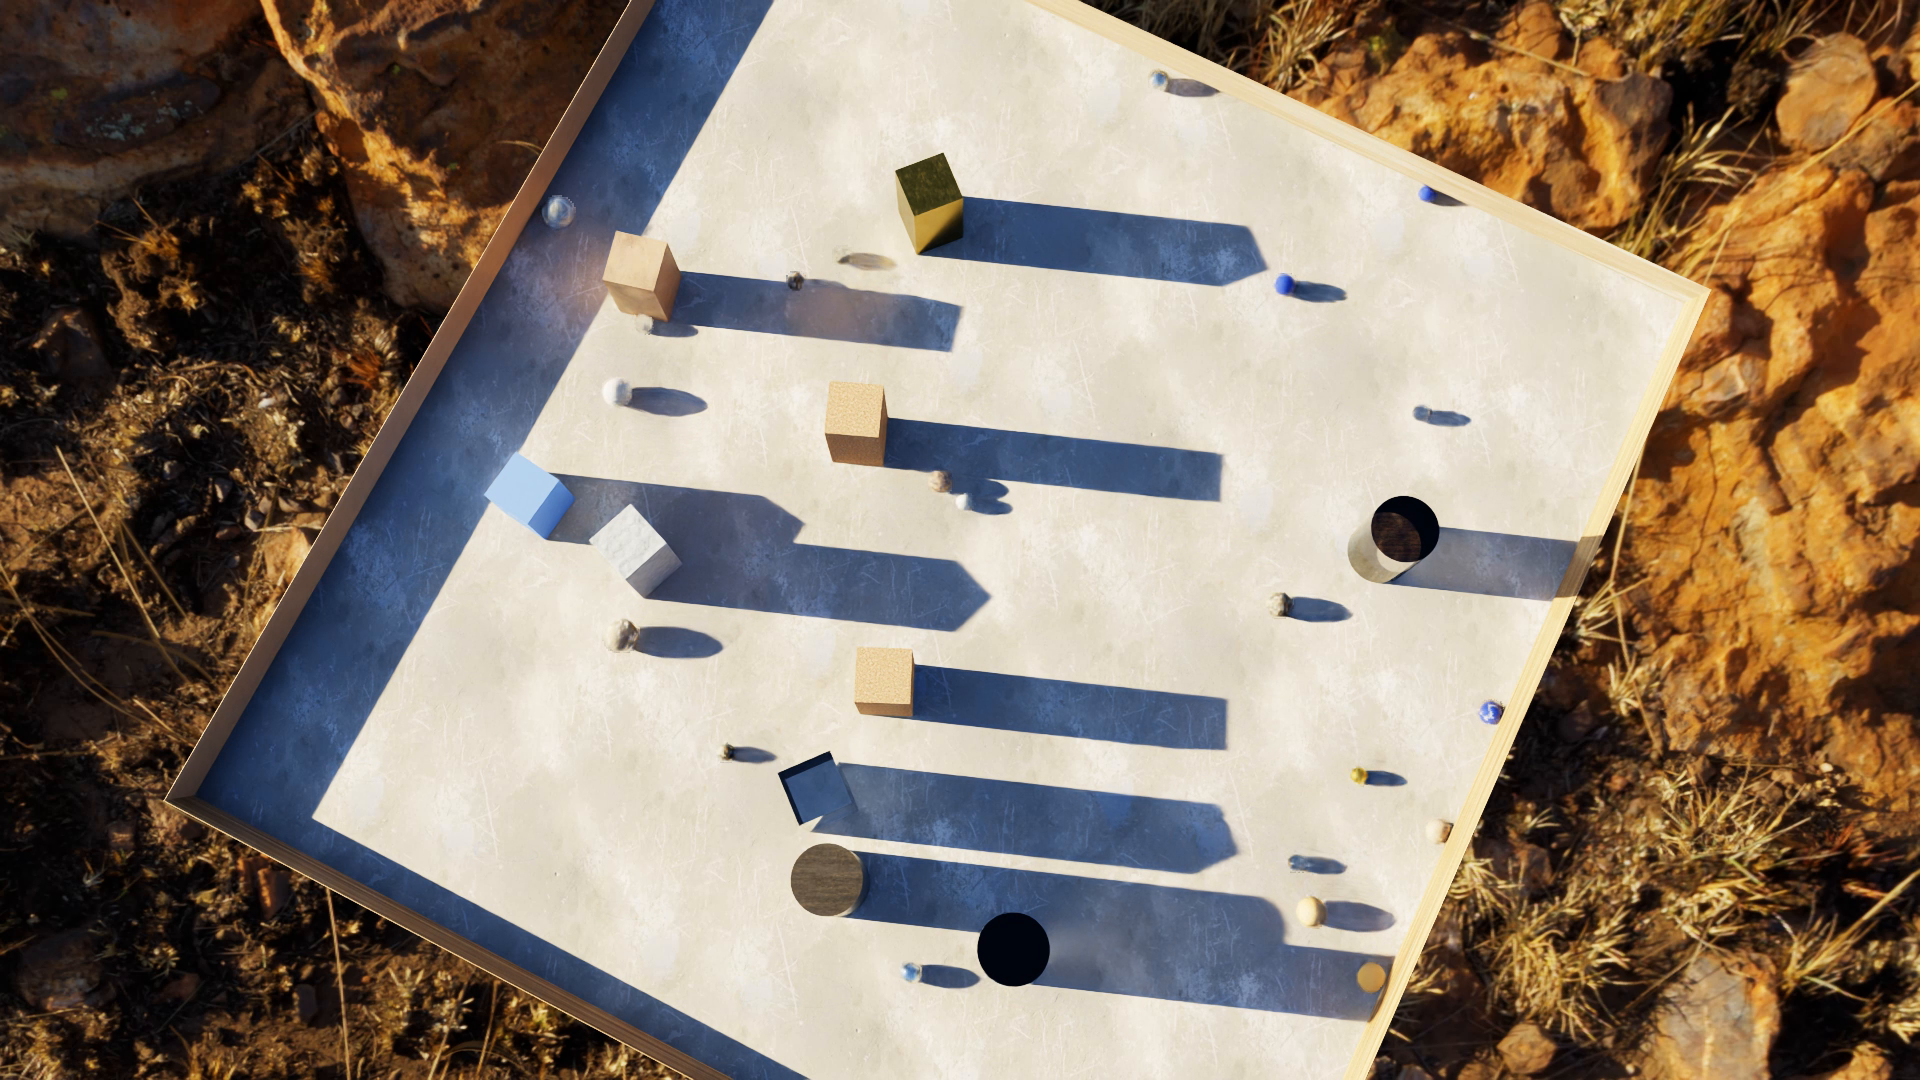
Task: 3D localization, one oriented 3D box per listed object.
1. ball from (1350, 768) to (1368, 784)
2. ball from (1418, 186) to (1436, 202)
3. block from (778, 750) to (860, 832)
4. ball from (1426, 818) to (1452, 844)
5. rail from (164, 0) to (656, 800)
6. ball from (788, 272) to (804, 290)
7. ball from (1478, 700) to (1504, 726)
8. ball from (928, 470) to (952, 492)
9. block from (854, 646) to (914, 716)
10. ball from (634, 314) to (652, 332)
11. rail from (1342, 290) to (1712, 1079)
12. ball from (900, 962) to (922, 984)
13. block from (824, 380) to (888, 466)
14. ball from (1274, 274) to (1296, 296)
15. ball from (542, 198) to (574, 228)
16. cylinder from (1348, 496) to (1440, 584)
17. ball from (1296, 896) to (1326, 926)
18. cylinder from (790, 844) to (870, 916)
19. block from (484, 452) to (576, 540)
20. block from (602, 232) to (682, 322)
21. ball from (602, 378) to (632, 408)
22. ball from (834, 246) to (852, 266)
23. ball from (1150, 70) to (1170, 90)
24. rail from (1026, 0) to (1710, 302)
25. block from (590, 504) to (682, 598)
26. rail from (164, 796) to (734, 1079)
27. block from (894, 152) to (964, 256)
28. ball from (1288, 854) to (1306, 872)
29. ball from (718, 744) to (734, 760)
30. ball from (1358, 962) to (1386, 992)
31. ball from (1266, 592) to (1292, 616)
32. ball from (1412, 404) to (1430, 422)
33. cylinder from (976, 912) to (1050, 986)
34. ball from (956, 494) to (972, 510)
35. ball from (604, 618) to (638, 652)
[{"bbox_3d":[1.186,0.700,5.446,0.050,0.050,0.050,0,78,0],"label":"ball"},{"bbox_3d":[1.482,-1.099,5.817,0.053,0.053,0.053,0,78,0],"label":"ball"},{"bbox_3d":[-0.404,0.727,5.272,0.158,0.381,0.158,-23,79,-5],"label":"block"},{"bbox_3d":[1.410,0.858,5.401,0.075,0.075,0.075,0,78,0],"label":"ball"},{"bbox_3d":[-1.519,-0.737,5.702,0.045,0.129,3.469,26,80,5],"label":"rail"},{"bbox_3d":[-0.515,-0.812,5.757,0.055,0.055,0.055,0,78,0],"label":"ball"},{"bbox_3d":[1.586,0.517,5.472,0.073,0.073,0.073,0,78,0],"label":"ball"},{"bbox_3d":[-0.061,-0.180,5.618,0.071,0.071,0.071,0,78,0],"label":"ball"},{"bbox_3d":[-0.218,0.417,5.368,0.158,0.317,0.158,2,78,0],"label":"block"},{"bbox_3d":[-0.992,-0.676,5.727,0.057,0.057,0.057,0,78,0],"label":"ball"},{"bbox_3d":[1.519,0.751,5.394,0.045,0.129,3.469,26,80,5],"label":"rail"},{"bbox_3d":[-0.141,1.257,5.323,0.066,0.066,0.066,0,78,0],"label":"ball"},{"bbox_3d":[-0.309,-0.346,5.510,0.158,0.350,0.158,5,78,1],"label":"block"},{"bbox_3d":[1.020,-0.799,5.748,0.067,0.067,0.067,0,78,0],"label":"ball"},{"bbox_3d":[-1.269,-1.031,5.781,0.097,0.097,0.097,0,78,0],"label":"ball"},{"bbox_3d":[1.284,0.002,5.447,0.198,0.331,0.198,0,78,0],"label":"cylinder"},{"bbox_3d":[1.025,1.085,5.348,0.085,0.085,0.085,0,78,0],"label":"ball"},{"bbox_3d":[-0.364,0.969,5.205,0.198,0.413,0.198,0,78,0],"label":"cylinder"},{"bbox_3d":[-1.293,-0.131,5.522,0.158,0.239,0.158,33,80,6],"label":"block"},{"bbox_3d":[-0.973,-0.805,5.631,0.158,0.299,0.158,13,79,3],"label":"block"},{"bbox_3d":[-1.059,-0.455,5.665,0.090,0.090,0.090,0,78,0],"label":"ball"},{"bbox_3d":[-0.370,-0.895,5.772,0.058,0.058,0.058,0,78,0],"label":"ball"},{"bbox_3d":[0.641,-1.478,5.889,0.066,0.066,0.066,0,78,0],"label":"ball"},{"bbox_3d":[0.765,-1.492,5.859,3.445,0.129,0.045,26,80,5],"label":"rail"},{"bbox_3d":[-0.959,0.037,5.446,0.158,0.319,0.158,-42,81,-8],"label":"block"},{"bbox_3d":[-0.765,1.505,5.238,3.445,0.129,0.045,26,80,5],"label":"rail"},{"bbox_3d":[-0.093,-1.036,5.665,0.158,0.326,0.158,-21,79,-4],"label":"block"},{"bbox_3d":[0.992,0.949,5.394,0.051,0.051,0.051,0,78,0],"label":"ball"},{"bbox_3d":[-0.698,0.632,5.460,0.050,0.050,0.050,0,78,0],"label":"ball"},{"bbox_3d":[1.193,1.268,5.313,0.082,0.082,0.082,0,78,0],"label":"ball"},{"bbox_3d":[0.964,0.194,5.538,0.076,0.076,0.076,0,78,0],"label":"ball"},{"bbox_3d":[1.427,-0.392,5.670,0.055,0.055,0.055,0,78,0],"label":"ball"},{"bbox_3d":[0.145,1.151,5.167,0.198,0.414,0.198,0,78,0],"label":"cylinder"},{"bbox_3d":[0.014,-0.117,5.615,0.051,0.051,0.051,0,78,0],"label":"ball"},{"bbox_3d":[-1.018,0.286,5.507,0.099,0.099,0.099,0,78,0],"label":"ball"}]
